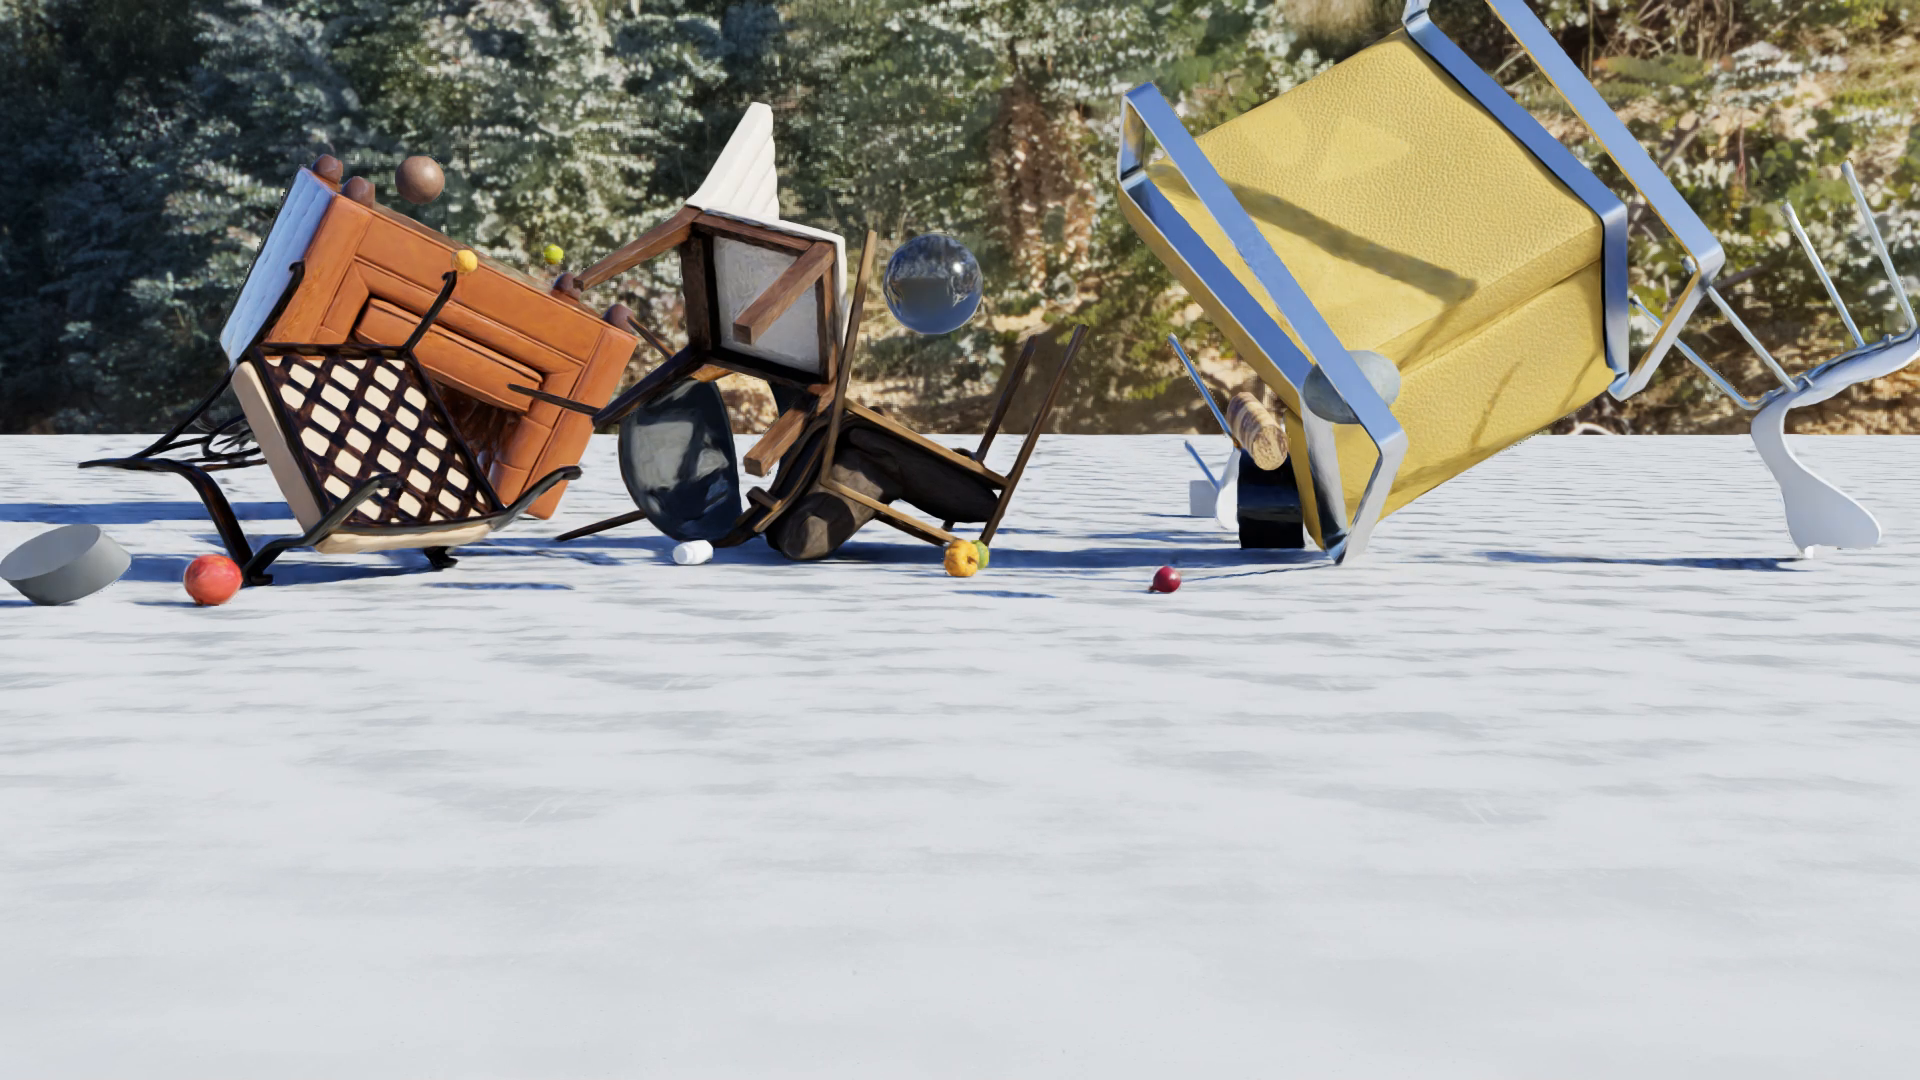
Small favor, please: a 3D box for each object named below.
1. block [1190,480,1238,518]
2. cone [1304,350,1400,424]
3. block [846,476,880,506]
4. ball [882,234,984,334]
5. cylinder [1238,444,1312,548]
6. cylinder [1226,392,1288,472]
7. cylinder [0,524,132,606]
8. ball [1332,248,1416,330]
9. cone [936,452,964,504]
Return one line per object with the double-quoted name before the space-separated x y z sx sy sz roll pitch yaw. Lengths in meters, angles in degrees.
"block" 0.905 -0.145 7.721 0.165 0.129 0.120 2 4 26
"cone" 0.905 -0.318 5.083 0.231 0.204 0.122 -26 30 28
"block" -0.375 -0.191 8.477 0.095 0.097 0.072 -14 -6 37
"ball" -0.056 -0.532 4.578 0.209 0.209 0.209 0 4 0
"cylinder" 0.846 -0.116 5.904 0.168 0.257 0.313 -1 36 14
"cylinder" 0.620 -0.227 4.591 0.079 0.108 0.149 -21 37 -1
"cylinder" -1.847 0.051 4.538 0.244 0.112 0.102 -18 -37 10
"ball" 1.218 -0.738 6.475 0.241 0.241 0.241 0 4 0
"cone" -0.020 -0.196 8.653 0.112 0.236 0.203 -2 34 -9
